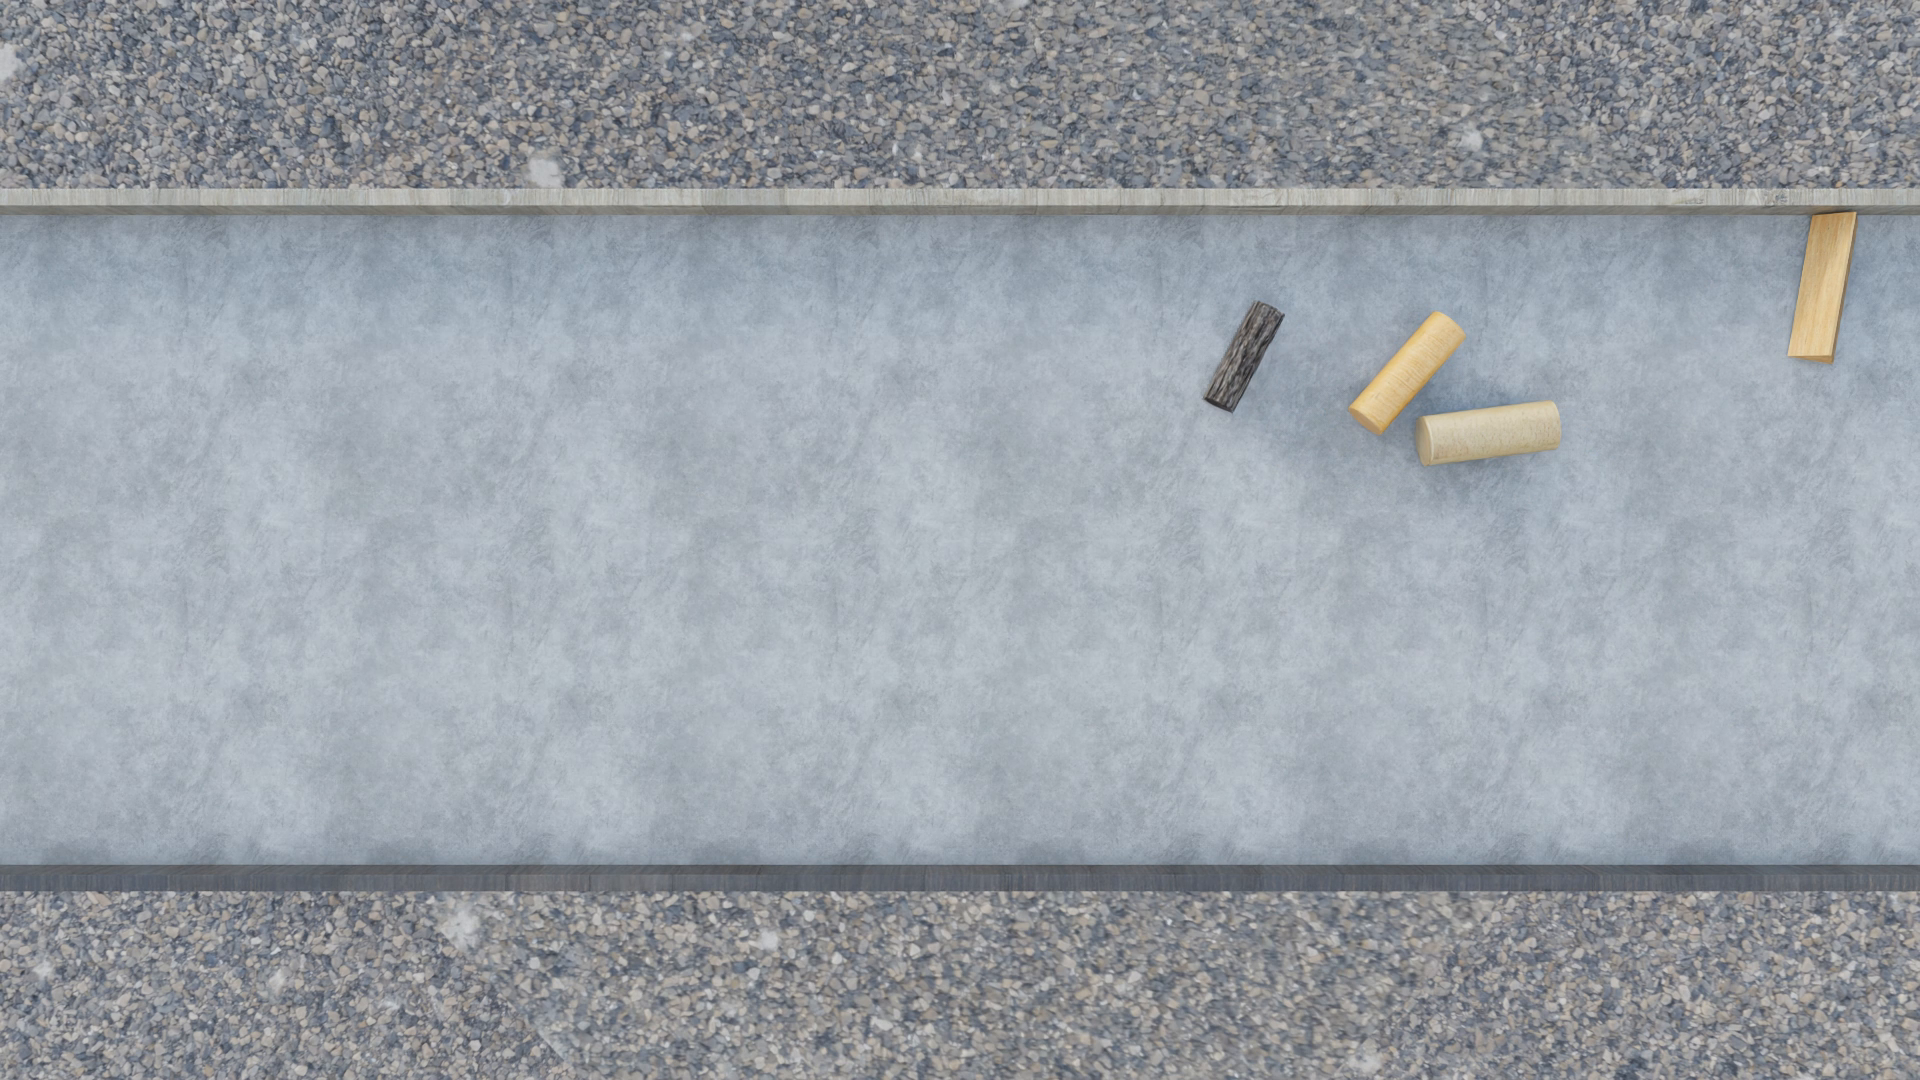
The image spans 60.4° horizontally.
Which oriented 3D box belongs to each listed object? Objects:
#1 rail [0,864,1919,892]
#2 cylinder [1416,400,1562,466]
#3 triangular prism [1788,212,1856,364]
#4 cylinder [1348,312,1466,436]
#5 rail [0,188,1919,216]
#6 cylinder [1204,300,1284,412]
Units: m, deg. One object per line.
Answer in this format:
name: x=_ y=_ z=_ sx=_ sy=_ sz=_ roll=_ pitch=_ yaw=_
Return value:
rail: x=-2.247 y=1.025 z=5.001 sx=12.000 sy=0.150 sz=0.050 roll=0 pitch=90 yaw=0
cylinder: x=1.598 y=-0.324 z=5.000 sx=0.394 sy=0.153 sz=0.153 roll=-7 pitch=90 yaw=0
triangular prism: x=2.651 y=-0.770 z=5.013 sx=0.139 sy=0.120 sz=0.438 roll=10 pitch=90 yaw=0
cylinder: x=1.358 y=-0.507 z=5.013 sx=0.128 sy=0.128 sz=0.389 roll=41 pitch=90 yaw=0
rail: x=-2.247 y=-1.025 z=5.002 sx=12.000 sy=0.150 sz=0.050 roll=0 pitch=90 yaw=0
cylinder: x=0.865 y=-0.558 z=5.025 sx=0.103 sy=0.103 sz=0.331 roll=28 pitch=90 yaw=0
